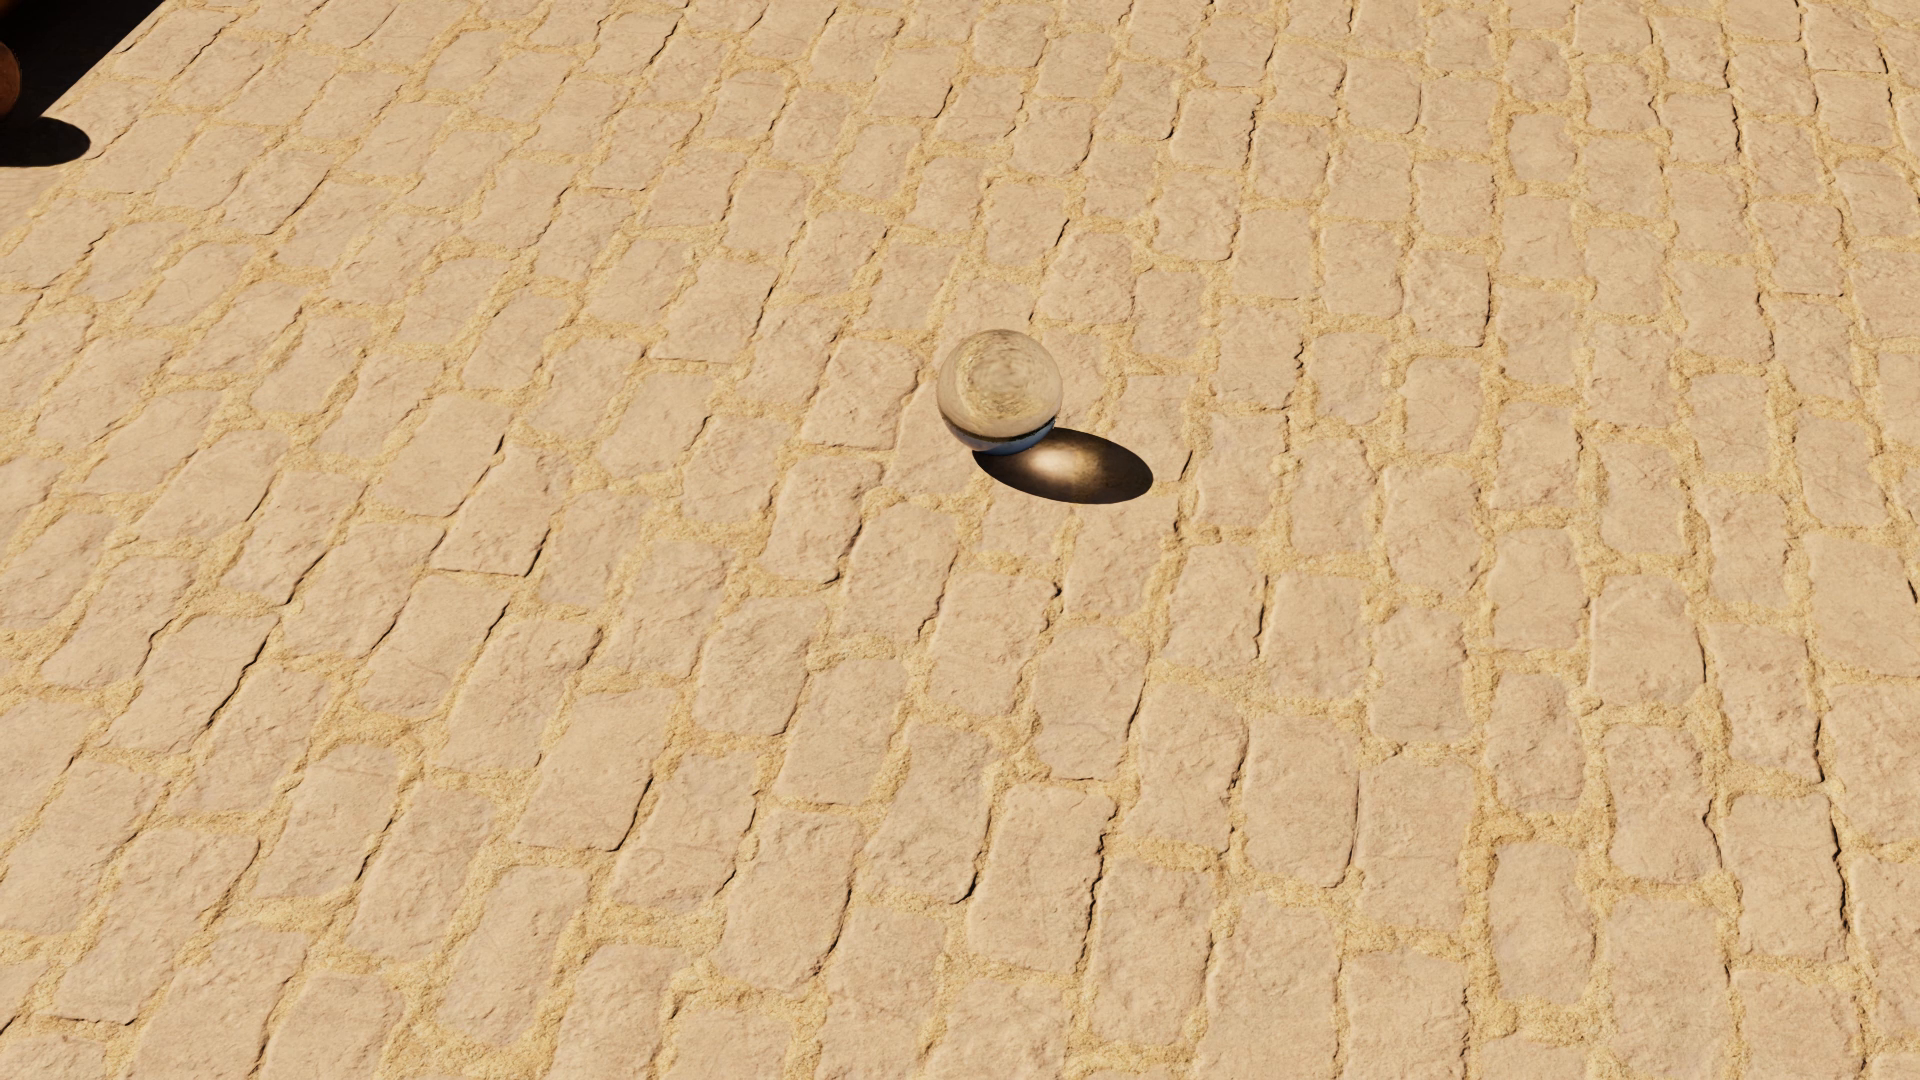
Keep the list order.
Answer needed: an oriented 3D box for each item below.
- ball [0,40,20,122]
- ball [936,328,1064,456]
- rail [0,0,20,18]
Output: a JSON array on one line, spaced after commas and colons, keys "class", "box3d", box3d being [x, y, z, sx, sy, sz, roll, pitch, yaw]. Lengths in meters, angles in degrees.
[{"class": "ball", "box3d": [-0.888, -0.411, 2.284, 0.096, 0.096, 0.096, 0, 35, 0]}, {"class": "ball", "box3d": [0.029, -0.107, 1.858, 0.092, 0.092, 0.092, 0, 35, 0]}, {"class": "rail", "box3d": [-1.051, -0.134, 1.865, 0.045, 0.125, 2.585, 6, 36, 9]}]
